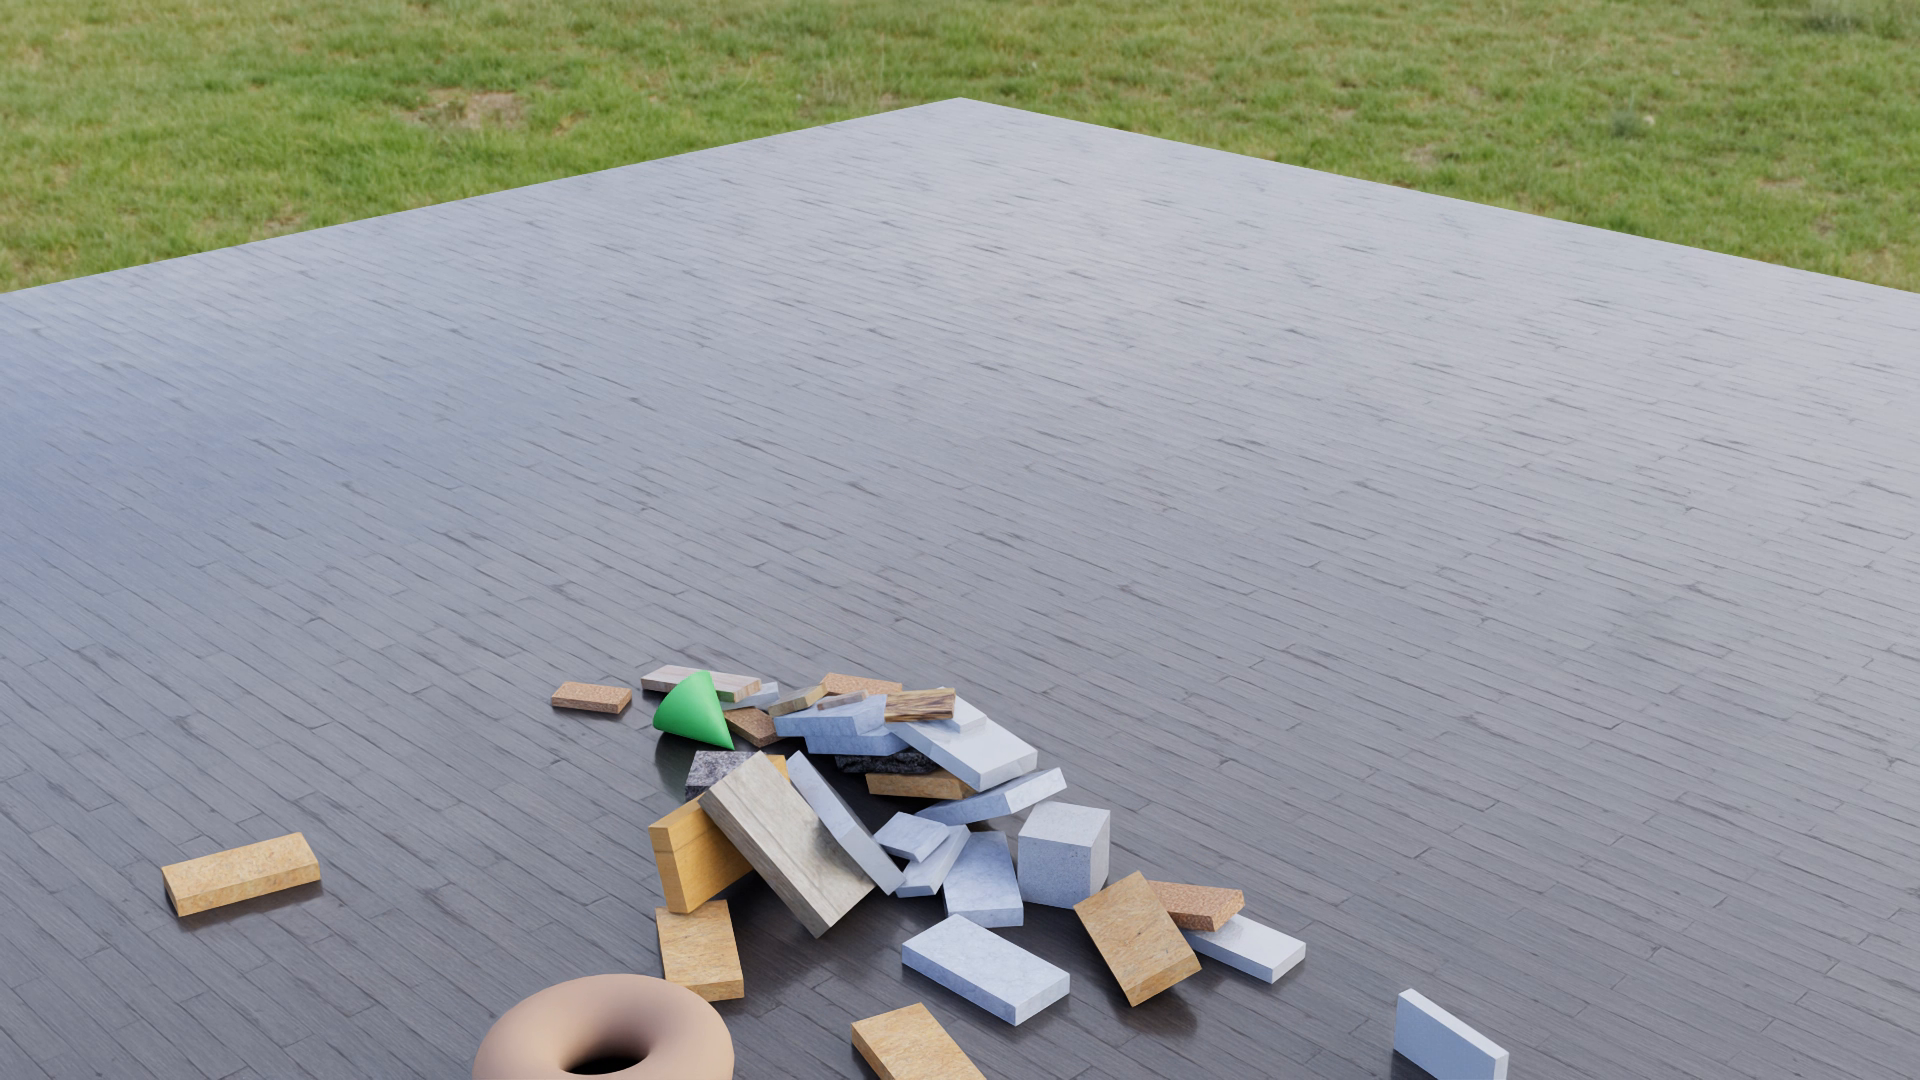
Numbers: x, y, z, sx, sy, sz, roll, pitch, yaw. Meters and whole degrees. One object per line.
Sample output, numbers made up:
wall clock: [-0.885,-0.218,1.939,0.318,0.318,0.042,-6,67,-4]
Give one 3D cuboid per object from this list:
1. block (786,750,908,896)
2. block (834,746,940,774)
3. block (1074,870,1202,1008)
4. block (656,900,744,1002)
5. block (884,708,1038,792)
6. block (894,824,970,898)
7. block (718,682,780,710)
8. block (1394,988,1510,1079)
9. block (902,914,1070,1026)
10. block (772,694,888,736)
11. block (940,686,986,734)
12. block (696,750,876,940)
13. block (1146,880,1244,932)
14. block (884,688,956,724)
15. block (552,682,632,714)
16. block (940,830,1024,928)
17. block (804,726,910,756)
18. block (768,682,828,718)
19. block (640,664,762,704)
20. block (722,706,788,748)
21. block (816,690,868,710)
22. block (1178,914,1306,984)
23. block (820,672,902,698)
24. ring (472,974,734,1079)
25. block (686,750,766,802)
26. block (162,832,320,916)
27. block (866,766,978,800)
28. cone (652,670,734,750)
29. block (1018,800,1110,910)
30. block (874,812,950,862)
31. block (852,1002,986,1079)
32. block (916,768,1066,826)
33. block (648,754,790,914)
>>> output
block: [-0.227,0.544,4.252,0.048,0.168,0.337,-41,30,-5]
block: [-0.111,0.436,4.541,0.149,0.042,0.298,-20,8,-38]
block: [0.316,0.714,3.956,0.139,0.040,0.279,-28,28,-4]
block: [-0.472,0.741,3.965,0.132,0.037,0.265,-5,23,-11]
block: [-0.001,0.396,4.393,0.148,0.042,0.297,-18,34,-37]
block: [-0.052,0.613,4.197,0.086,0.024,0.172,-11,29,34]
block: [-0.479,0.348,4.860,0.157,0.022,0.079,-10,13,-5]
block: [0.809,0.843,3.634,0.031,0.109,0.218,-15,27,-31]
block: [0.044,0.762,3.914,0.279,0.040,0.139,21,31,40]
block: [-0.250,0.371,4.656,0.149,0.042,0.298,-20,8,-38]
block: [-0.018,0.342,4.429,0.069,0.020,0.138,-18,34,-37]
block: [-0.321,0.565,4.101,0.337,0.048,0.168,48,36,5]
block: [0.403,0.675,4.062,0.218,0.031,0.109,-1,18,39]
block: [-0.080,0.332,4.412,0.138,0.020,0.069,-5,38,9]
block: [-0.822,0.351,4.905,0.158,0.022,0.079,6,24,13]
block: [0.033,0.645,4.189,0.140,0.040,0.279,-2,23,-6]
block: [-0.182,0.404,4.596,0.149,0.042,0.298,-19,8,-36]
block: [-0.354,0.350,4.806,0.088,0.025,0.176,-17,3,12]
block: [-0.579,0.320,4.908,0.290,0.025,0.088,5,21,38]
block: [-0.450,0.402,4.785,0.079,0.022,0.158,-18,29,-36]
block: [-0.249,0.340,4.673,0.101,0.014,0.050,-14,6,13]
block: [0.506,0.730,4.000,0.218,0.031,0.109,18,29,37]
block: [-0.228,0.339,4.929,0.176,0.025,0.088,7,24,17]
ring: [-0.578,0.855,3.569,0.423,0.141,0.423,-1,23,0]
block: [-0.461,0.516,4.365,0.141,0.141,0.141,1,23,3]
block: [-1.376,0.638,4.209,0.265,0.037,0.132,-13,26,-28]
block: [-0.041,0.476,4.459,0.148,0.042,0.297,-20,10,-39]
cone: [-0.541,0.398,4.727,0.168,0.168,0.168,41,39,19]
block: [0.197,0.598,4.172,0.141,0.141,0.141,7,24,16]
block: [-0.098,0.576,4.267,0.086,0.024,0.172,-42,22,-24]
block: [-0.049,0.884,3.630,0.132,0.037,0.334,-11,26,-25]
block: [0.058,0.511,4.314,0.148,0.042,0.297,-20,-1,-39]
block: [-0.439,0.551,4.158,0.048,0.168,0.355,-3,15,35]
